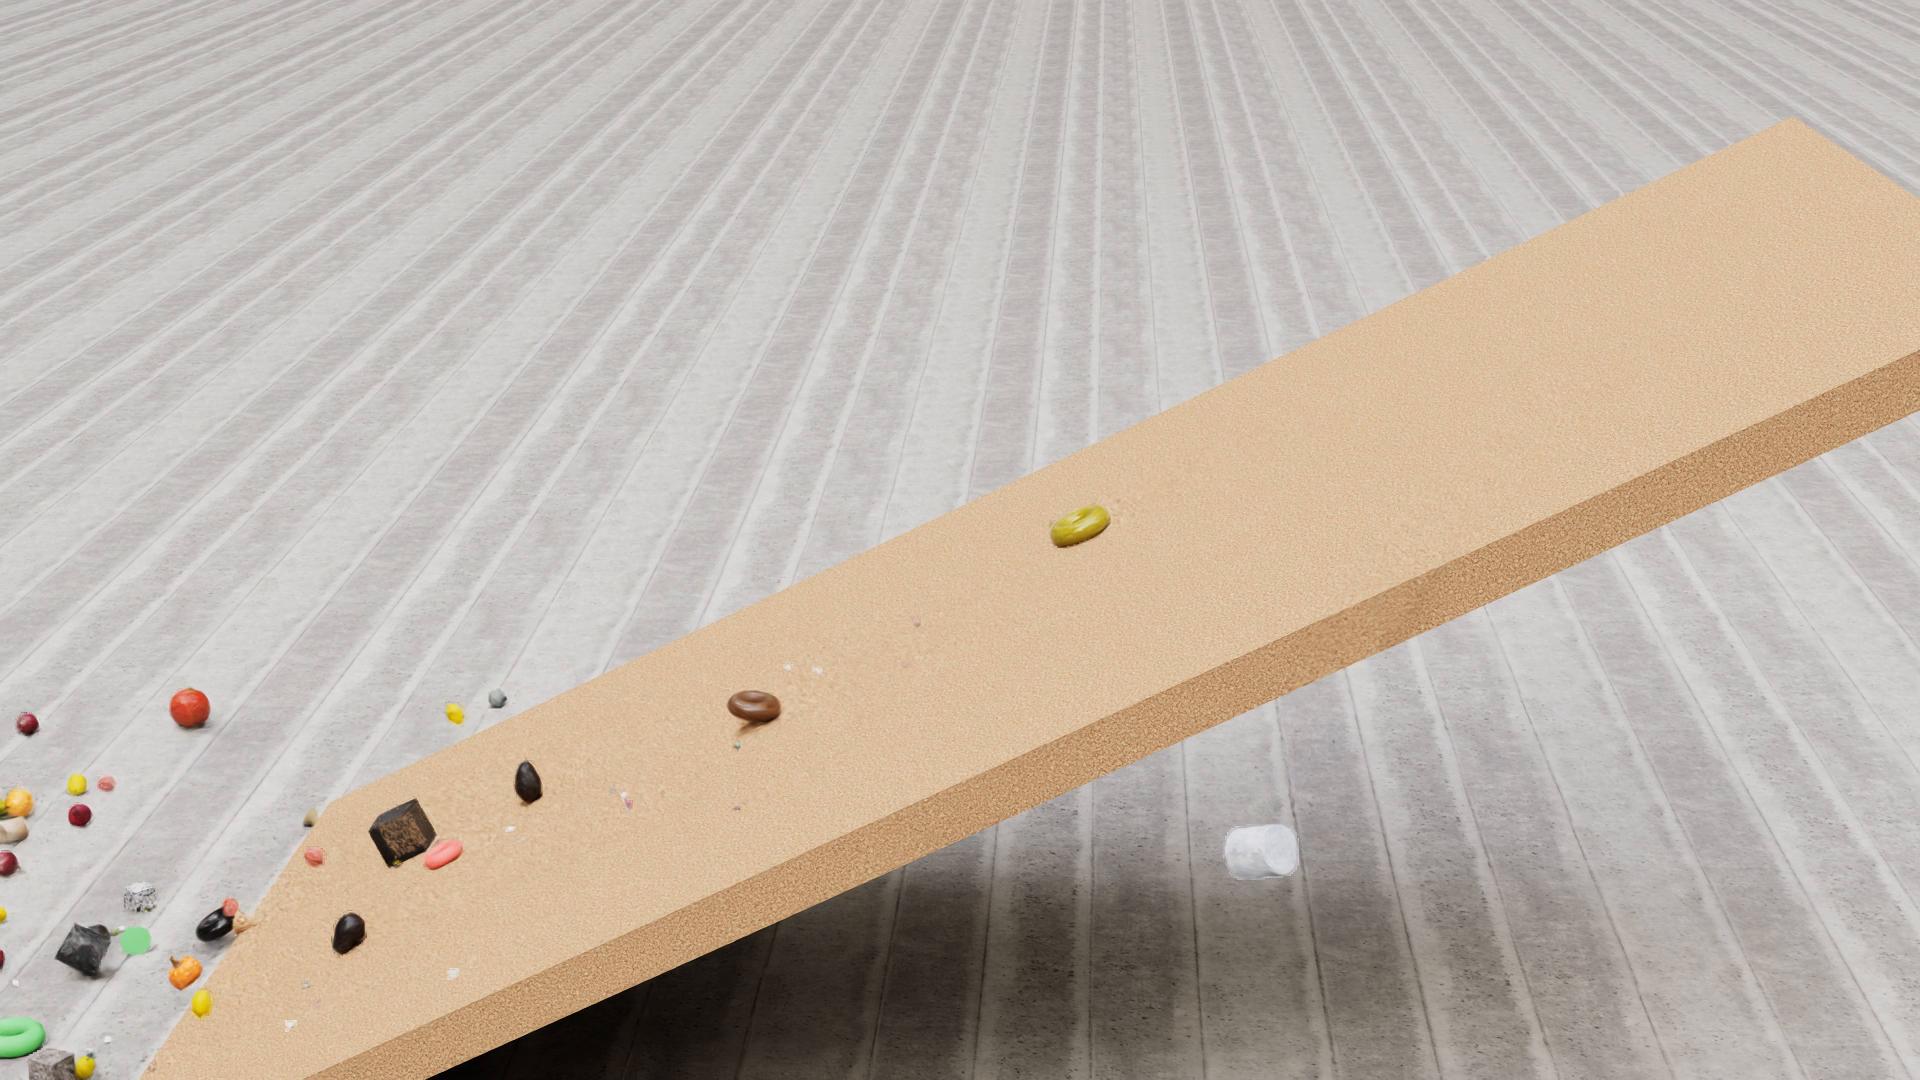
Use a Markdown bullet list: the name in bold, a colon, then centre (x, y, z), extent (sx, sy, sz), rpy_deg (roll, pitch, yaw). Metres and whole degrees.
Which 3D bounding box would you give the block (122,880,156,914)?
- **block**: centre (-1.990, 0.867, 7.135), extent (0.055, 0.055, 0.055), rpy_deg (15, 22, 42)

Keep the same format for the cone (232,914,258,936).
- **cone**: centre (-1.639, 0.882, 6.778), extent (0.056, 0.056, 0.056), rpy_deg (-17, 10, 22)

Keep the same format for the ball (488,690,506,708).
- **ball**: centre (-1.342, 0.458, 8.523), extent (0.051, 0.051, 0.051), rpy_deg (0, 16, 0)

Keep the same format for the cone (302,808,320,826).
- **cone**: centre (-1.672, 0.732, 7.647), extent (0.051, 0.051, 0.051), rpy_deg (30, 22, 7)

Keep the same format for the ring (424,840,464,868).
- **ring**: centre (-1.142, 0.695, 6.507), extent (0.093, 0.031, 0.093), rpy_deg (-25, 14, 7)

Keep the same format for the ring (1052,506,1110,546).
- **ring**: centre (0.265, -0.031, 6.465), extent (0.140, 0.047, 0.140), rpy_deg (-25, 14, 7)

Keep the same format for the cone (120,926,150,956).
- **cone**: centre (-1.945, 0.945, 6.914), extent (0.070, 0.070, 0.070), rpy_deg (-9, -8, -29)

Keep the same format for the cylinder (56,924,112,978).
- **cylinder**: centre (-2.014, 0.942, 6.756), extent (0.092, 0.092, 0.092), rpy_deg (29, 14, -9)

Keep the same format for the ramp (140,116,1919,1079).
- **ramp**: centre (0.138, 0.168, 6.281), extent (4.000, 0.100, 2.000), rpy_deg (-25, 14, 10)

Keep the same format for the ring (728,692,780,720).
- **ring**: centre (-0.442, 0.355, 6.300), extent (0.115, 0.038, 0.115), rpy_deg (5, 17, -1)

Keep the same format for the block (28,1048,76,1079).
- **block**: centre (-1.926, 1.126, 6.239), extent (0.067, 0.067, 0.067), rpy_deg (8, 18, 25)

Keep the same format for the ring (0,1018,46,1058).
- **ring**: centre (-2.068, 1.085, 6.415), extent (0.140, 0.047, 0.140), rpy_deg (1, 17, 0)

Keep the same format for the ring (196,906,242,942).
- **ring**: centre (-1.746, 0.902, 6.926), extent (0.117, 0.039, 0.117), rpy_deg (-24, 19, 9)

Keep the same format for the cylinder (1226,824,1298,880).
- **cylinder**: centre (0.502, 0.519, 4.897), extent (0.085, 0.085, 0.085), rpy_deg (-17, 2, -44)

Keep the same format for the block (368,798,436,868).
- **block**: centre (-1.271, 0.668, 6.707), extent (0.099, 0.099, 0.099), rpy_deg (-25, 14, 11)
